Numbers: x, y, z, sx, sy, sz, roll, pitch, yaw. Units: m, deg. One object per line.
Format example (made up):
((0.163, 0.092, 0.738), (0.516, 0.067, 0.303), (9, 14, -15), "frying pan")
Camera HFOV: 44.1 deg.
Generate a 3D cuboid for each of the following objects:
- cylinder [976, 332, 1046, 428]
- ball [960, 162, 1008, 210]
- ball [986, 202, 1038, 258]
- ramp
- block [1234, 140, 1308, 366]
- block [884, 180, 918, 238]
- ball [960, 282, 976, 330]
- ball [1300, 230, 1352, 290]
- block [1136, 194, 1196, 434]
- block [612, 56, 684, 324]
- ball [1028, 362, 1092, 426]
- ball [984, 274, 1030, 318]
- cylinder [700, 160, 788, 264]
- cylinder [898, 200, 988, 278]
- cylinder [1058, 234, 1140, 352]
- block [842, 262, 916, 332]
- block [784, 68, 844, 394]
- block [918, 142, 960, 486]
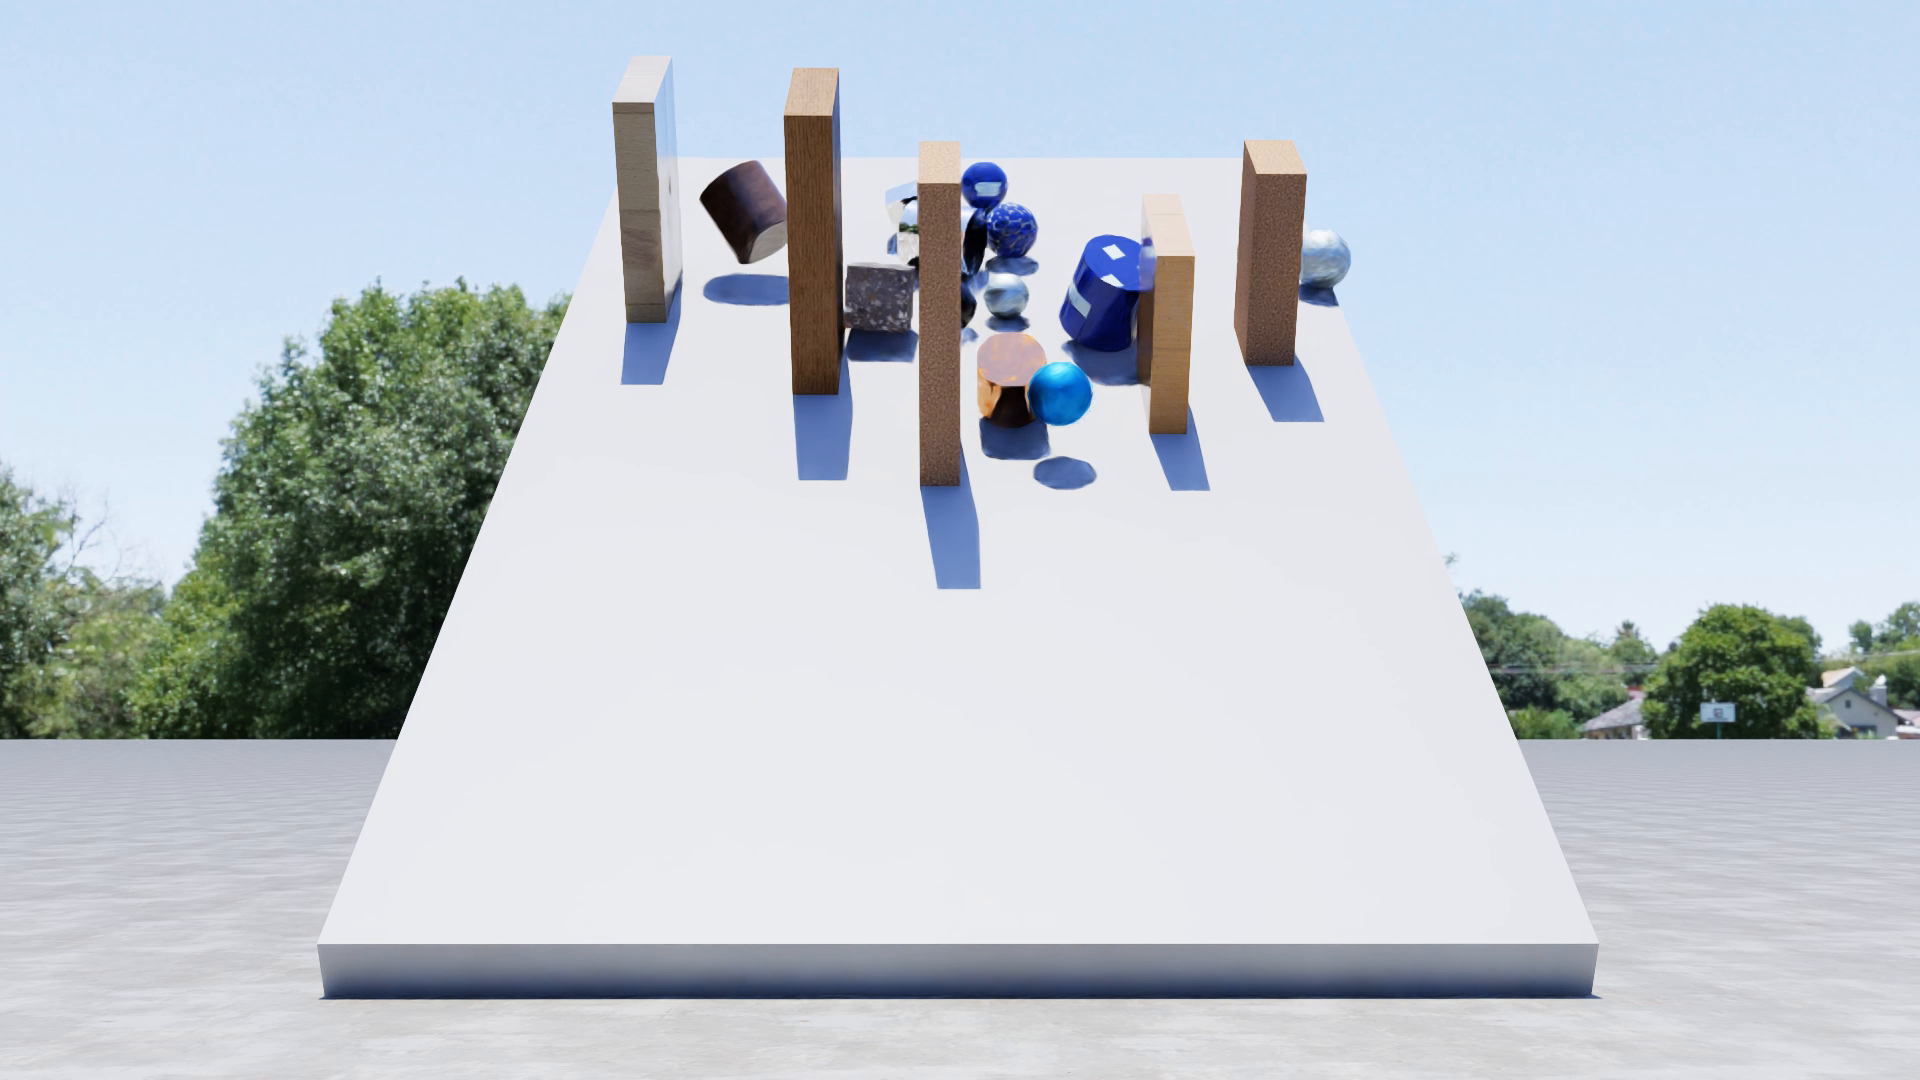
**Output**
((0.118, -0.367, 5.425), (0.158, 0.158, 0.158), (0, -33, 1), "cylinder")
((0.069, -1.018, 6.802), (0.140, 0.140, 0.140), (0, -5, 0), "ball")
((0.137, -0.839, 6.427), (0.151, 0.151, 0.151), (0, -5, 0), "ball")
((-0.010, -0.227, 5.501), (2.000, 0.100, 4.000), (0, 27, 0), "ramp")
((0.756, -0.704, 5.799), (0.119, 0.487, 0.268), (0, 27, 0), "block")
((-0.131, -0.916, 6.578), (0.121, 0.121, 0.121), (-17, 28, 8), "block")
((-0.023, -0.592, 5.967), (0.130, 0.130, 0.130), (0, -5, 0), "ball")
((0.952, -0.739, 6.238), (0.155, 0.155, 0.155), (0, -5, 0), "ball")
((0.475, -0.531, 5.515), (0.087, 0.432, 0.424), (0, 27, 0), "block")
((-0.799, -0.905, 6.089), (0.102, 0.576, 0.424), (0, 27, 0), "block")
((0.222, -0.325, 5.258), (0.144, 0.144, 0.144), (0, -5, 0), "ball")
((0.118, -0.623, 6.045), (0.117, 0.117, 0.117), (0, -5, 0), "ball")
((-0.556, -0.867, 6.274), (0.195, 0.195, 0.195), (-32, -11, -7), "cylinder")
((-0.046, -0.806, 6.330), (0.186, 0.186, 0.186), (10, -1, 19), "cylinder")
((0.371, -0.609, 5.848), (0.204, 0.204, 0.204), (2, -43, -20), "cylinder")
((-0.201, -0.609, 5.924), (0.154, 0.154, 0.154), (5, 10, 4), "block")
((-0.344, -0.738, 5.644), (0.108, 0.681, 0.394), (0, 27, 0), "block")
((-0.044, -0.490, 5.146), (0.088, 0.689, 0.287), (0, 27, 0), "block")
